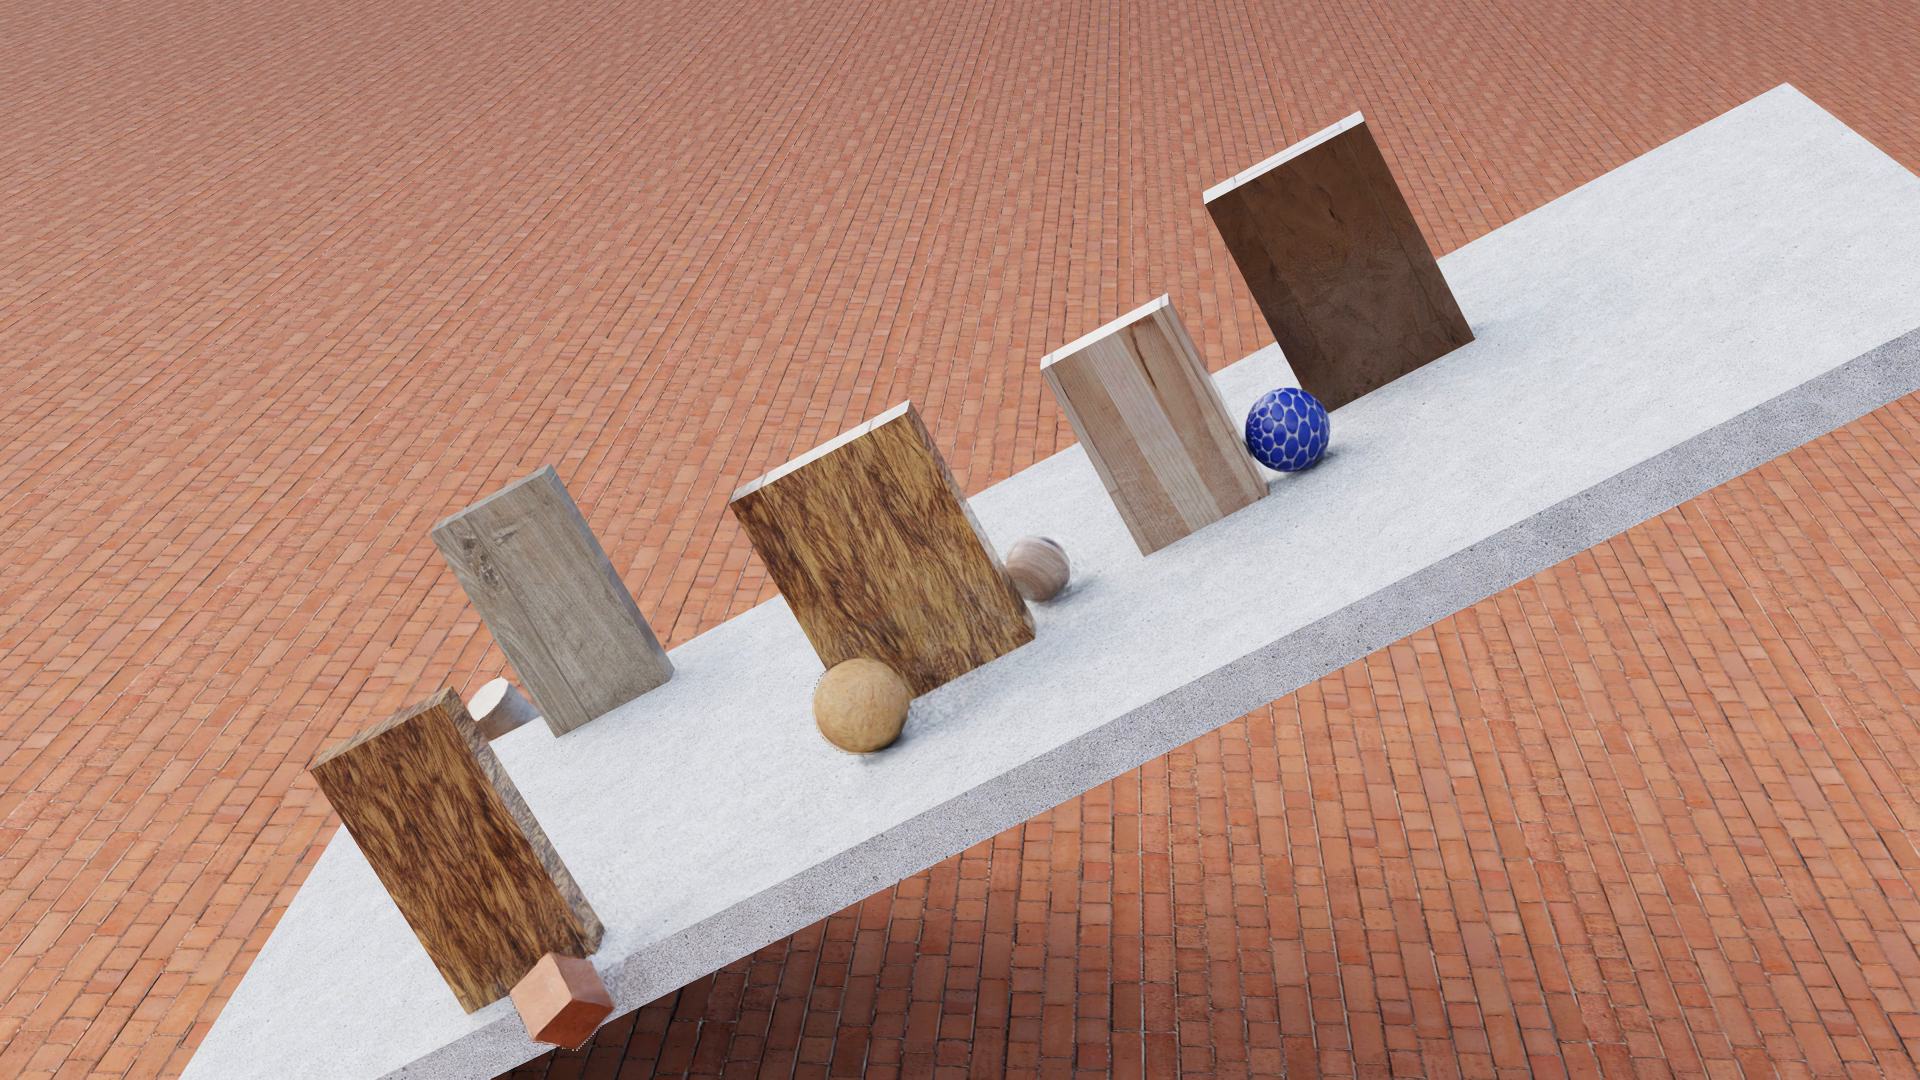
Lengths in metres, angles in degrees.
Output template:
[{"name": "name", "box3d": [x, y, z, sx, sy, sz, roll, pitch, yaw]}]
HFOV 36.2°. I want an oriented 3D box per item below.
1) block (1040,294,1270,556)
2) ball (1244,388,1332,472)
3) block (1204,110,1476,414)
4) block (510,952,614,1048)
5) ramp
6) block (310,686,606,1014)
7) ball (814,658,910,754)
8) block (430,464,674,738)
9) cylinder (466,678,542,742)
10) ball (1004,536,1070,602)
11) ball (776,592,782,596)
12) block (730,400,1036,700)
[{"name": "block", "box3d": [0.401, -0.233, 6.026, 0.292, 0.451, 0.098, -27, 14, 11]}, {"name": "ball", "box3d": [0.672, -0.226, 6.030, 0.175, 0.175, 0.175, 0, 18, 0]}, {"name": "block", "box3d": [0.809, -0.586, 6.282, 0.373, 0.530, 0.127, -27, 14, 11]}, {"name": "block", "box3d": [-0.725, 0.839, 5.366, 0.113, 0.113, 0.113, 24, 25, -50]}, {"name": "ramp", "box3d": [0.141, 0.167, 6.282, 4.000, 0.100, 2.000, -27, 14, 11]}, {"name": "block", "box3d": [-0.950, 0.592, 5.586, 0.292, 0.569, 0.096, -27, 14, 11]}, {"name": "ball", "box3d": [-0.194, 0.327, 5.796, 0.189, 0.189, 0.189, 0, 18, 0]}, {"name": "block", "box3d": [-0.987, 0.151, 7.140, 0.325, 0.595, 0.086, -27, 14, 11]}, {"name": "cylinder", "box3d": [-1.265, 0.496, 8.180, 0.162, 0.162, 0.162, -32, 29, 20]}, {"name": "ball", "box3d": [0.161, 0.061, 6.122, 0.138, 0.138, 0.138, 0, 18, 0]}, {"name": "ball", "box3d": [-0.419, 0.210, 7.677, 0.180, 0.180, 0.180, 0, 18, 0]}, {"name": "block", "box3d": [-0.153, 0.049, 5.961, 0.408, 0.537, 0.101, -27, 14, 11]}]
